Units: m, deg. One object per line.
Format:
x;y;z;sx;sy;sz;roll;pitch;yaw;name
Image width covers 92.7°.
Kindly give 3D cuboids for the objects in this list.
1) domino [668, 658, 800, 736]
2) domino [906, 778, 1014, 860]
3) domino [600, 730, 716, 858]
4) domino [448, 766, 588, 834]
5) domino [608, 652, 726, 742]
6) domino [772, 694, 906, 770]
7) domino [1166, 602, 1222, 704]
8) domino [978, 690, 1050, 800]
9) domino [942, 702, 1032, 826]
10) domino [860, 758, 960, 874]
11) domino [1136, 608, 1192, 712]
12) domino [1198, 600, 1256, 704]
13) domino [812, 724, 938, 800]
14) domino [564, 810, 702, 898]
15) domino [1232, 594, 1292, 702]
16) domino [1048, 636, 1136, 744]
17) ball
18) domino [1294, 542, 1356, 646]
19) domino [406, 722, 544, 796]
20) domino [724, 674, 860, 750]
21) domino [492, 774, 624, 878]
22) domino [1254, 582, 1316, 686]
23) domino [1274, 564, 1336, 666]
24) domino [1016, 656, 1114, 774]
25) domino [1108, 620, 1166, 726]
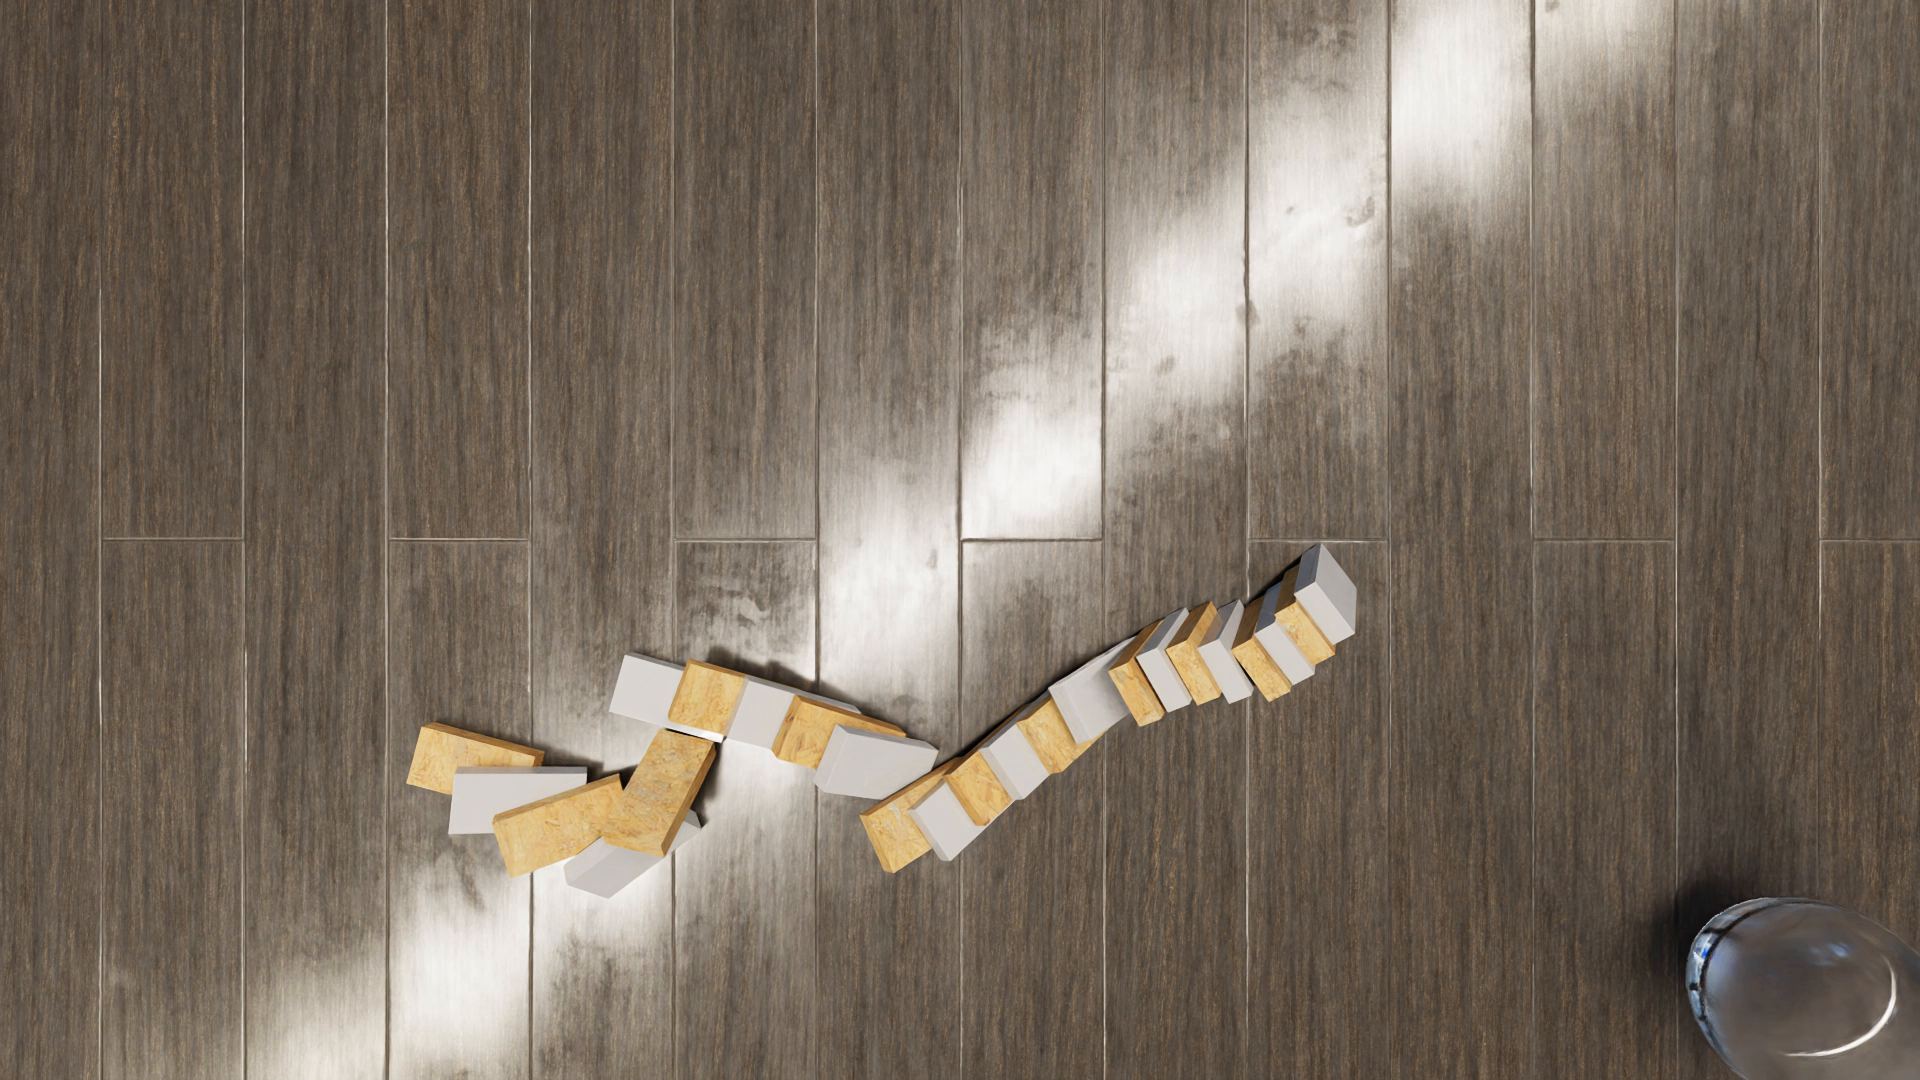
-0.094;0.069;0.386;0.050;0.010;0.025;21;90;-22;domino
0.005;0.107;0.383;0.050;0.009;0.025;-35;91;-30;domino
-0.123;0.103;0.377;0.025;0.050;0.009;11;132;7;domino
-0.185;0.109;0.386;0.050;0.009;0.025;6;93;-22;domino
-0.122;0.068;0.395;0.050;0.010;0.025;16;90;0;domino
-0.050;0.085;0.384;0.050;0.009;0.025;24;89;-28;domino
0.100;0.045;0.376;0.009;0.050;0.025;-30;90;29;domino
0.034;0.083;0.383;0.050;0.010;0.025;-34;90;-32;domino
0.019;0.093;0.383;0.050;0.010;0.025;-35;90;-30;domino
-0.014;0.114;0.383;0.050;0.009;0.025;-24;90;-31;domino
0.089;0.048;0.376;0.010;0.050;0.025;-30;90;30;domino
0.113;0.045;0.376;0.009;0.050;0.025;-30;90;29;domino
-0.034;0.094;0.380;0.050;0.010;0.025;22;90;-41;domino
-0.138;0.130;0.388;0.050;0.025;0.009;-37;49;0;domino
0.126;0.043;0.376;0.009;0.050;0.025;-37;90;30;domino
0.062;0.061;0.380;0.050;0.010;0.025;-23;84;-38;domino
0.336;0.183;0.360;0.080;0.080;0.080;0;90;0;ball
0.151;0.021;0.376;0.009;0.050;0.025;-38;90;30;domino
-0.209;0.098;0.395;0.050;0.009;0.025;15;90;0;domino
-0.070;0.076;0.386;0.050;0.009;0.025;21;90;-23;domino
-0.165;0.119;0.384;0.050;0.009;0.025;-16;101;-19;domino
0.135;0.037;0.376;0.010;0.050;0.025;-38;90;30;domino
0.143;0.029;0.376;0.009;0.050;0.025;-38;90;30;domino
0.049;0.072;0.383;0.050;0.010;0.025;-33;90;-32;domino
0.079;0.053;0.376;0.010;0.050;0.025;-30;90;32;domino
